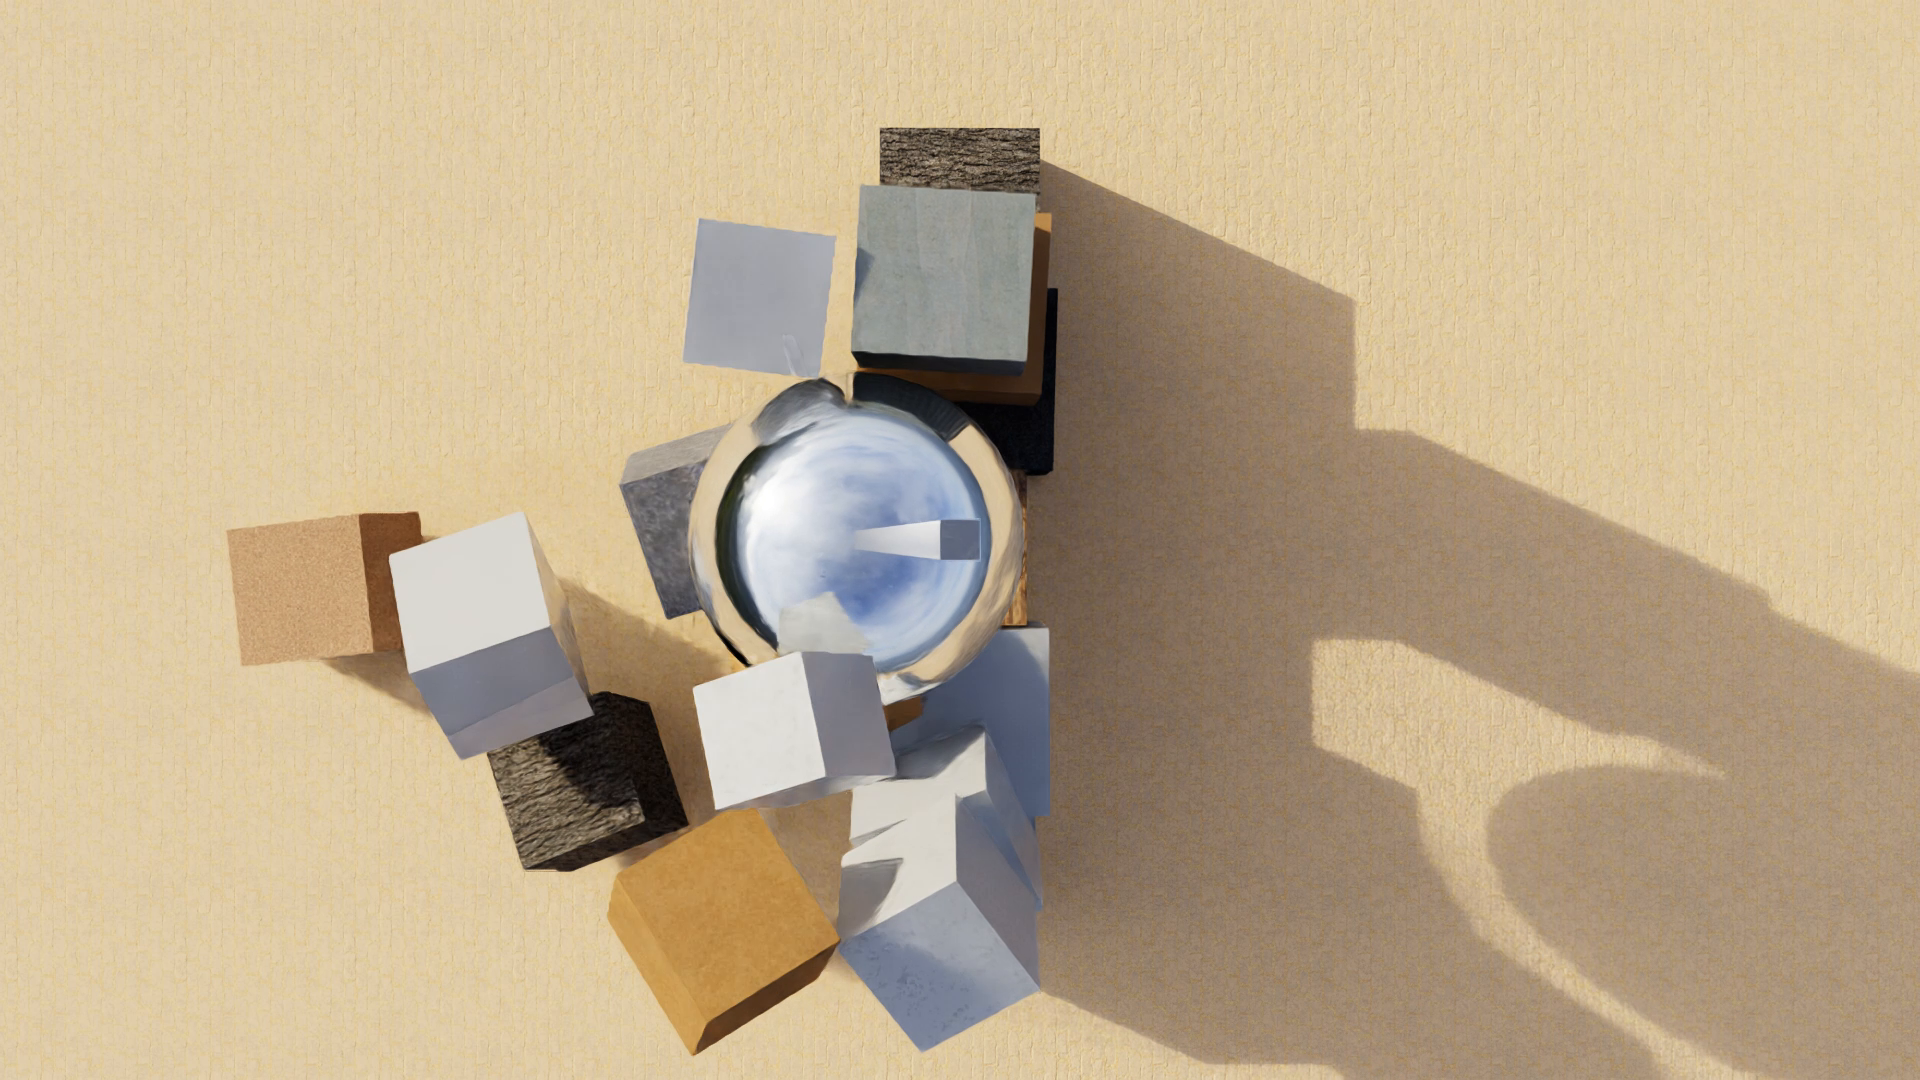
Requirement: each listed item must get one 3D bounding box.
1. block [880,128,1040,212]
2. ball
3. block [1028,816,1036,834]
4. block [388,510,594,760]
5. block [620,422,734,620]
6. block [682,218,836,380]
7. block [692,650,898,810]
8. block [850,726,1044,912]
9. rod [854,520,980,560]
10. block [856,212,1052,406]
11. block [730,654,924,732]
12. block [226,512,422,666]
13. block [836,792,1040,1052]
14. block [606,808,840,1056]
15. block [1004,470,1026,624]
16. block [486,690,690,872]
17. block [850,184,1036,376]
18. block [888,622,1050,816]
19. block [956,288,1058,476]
[{"bbox_3d":[-0.002,-1.833,12.556,0.886,0.889,0.877,0,90,0],"label":"block"},{"bbox_3d":[-0.490,0.000,10.441,1.600,1.600,1.600,0,90,0],"label":"ball"},{"bbox_3d":[0.006,1.889,12.564,0.819,0.873,0.760,0,90,0],"label":"block"},{"bbox_3d":[-2.505,0.512,11.769,0.752,0.797,0.846,-19,50,-4],"label":"block"},{"bbox_3d":[-1.328,-0.163,12.519,0.941,0.757,0.812,-17,106,1],"label":"block"},{"bbox_3d":[-0.938,-1.124,10.222,0.623,0.568,0.650,7,96,-7],"label":"block"},{"bbox_3d":[-0.722,0.838,9.633,0.593,0.551,0.546,-20,76,28],"label":"block"},{"bbox_3d":[-0.067,1.583,11.617,0.753,0.662,0.785,-21,113,9],"label":"block"},{"bbox_3d":[-0.212,0.000,7.053,0.080,5.200,0.080,0,90,-5],"label":"rod"},{"bbox_3d":[-0.030,-1.205,11.467,0.927,0.997,0.904,3,90,0],"label":"block"},{"bbox_3d":[-0.730,0.682,11.656,0.713,0.691,0.732,-2,73,-31],"label":"block"},{"bbox_3d":[-3.580,0.272,12.549,0.801,0.751,0.768,-6,90,12],"label":"block"},{"bbox_3d":[-0.107,1.897,10.954,0.690,0.803,0.748,-31,111,13],"label":"block"},{"bbox_3d":[-1.156,1.876,10.614,0.736,0.753,0.810,-29,74,-23],"label":"block"},{"bbox_3d":[-0.006,0.043,12.594,0.745,0.811,0.856,0,90,0],"label":"block"},{"bbox_3d":[-2.117,1.383,12.503,0.750,0.749,0.766,-22,77,7],"label":"block"},{"bbox_3d":[-0.075,-1.219,10.498,0.804,0.939,0.763,3,90,0],"label":"block"},{"bbox_3d":[0.006,0.994,12.476,0.962,1.048,1.019,0,90,0],"label":"block"},{"bbox_3d":[-0.020,-0.890,12.483,1.080,1.034,0.988,2,90,0],"label":"block"}]
